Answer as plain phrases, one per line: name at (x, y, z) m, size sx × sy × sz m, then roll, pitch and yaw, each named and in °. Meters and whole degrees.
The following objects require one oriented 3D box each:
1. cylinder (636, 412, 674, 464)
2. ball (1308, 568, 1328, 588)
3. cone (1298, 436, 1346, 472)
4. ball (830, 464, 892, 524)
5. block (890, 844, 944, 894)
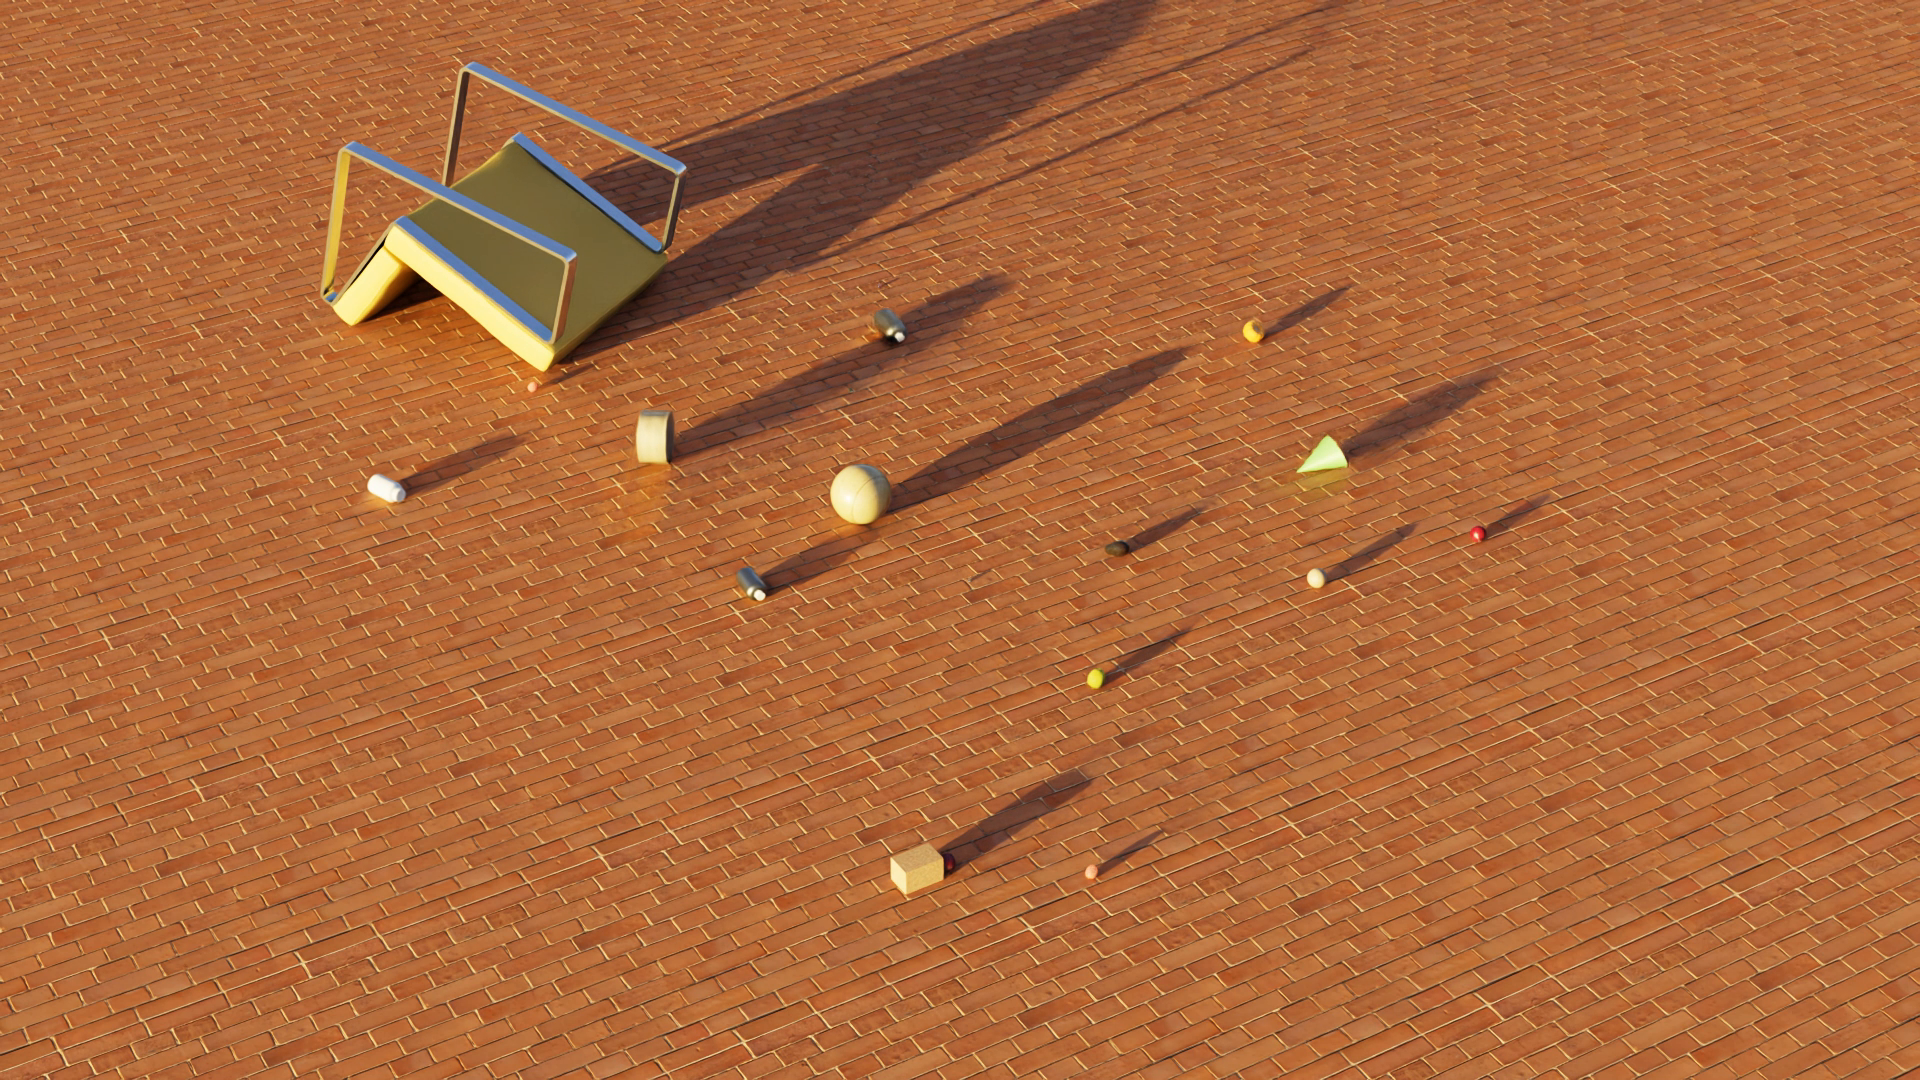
cylinder at (-1.179, -0.397, 11.361) m, size 0.109 × 0.201 × 0.210 m, roll 3°, pitch -3°, yaw 4°
ball at (1.301, 0.138, 10.668) m, size 0.074 × 0.074 × 0.074 m, roll 0°, pitch 33°, yaw 0°
cone at (1.379, -0.304, 11.347) m, size 0.174 × 0.131 × 0.197 m, roll -28°, pitch 21°, yaw -3°
ball at (-0.371, -0.173, 10.998) m, size 0.230 × 0.230 × 0.230 m, roll 0°, pitch 33°, yaw 0°
block at (-0.135, 1.040, 9.285) m, size 0.139 × 0.088 × 0.091 m, roll -19°, pitch 38°, yaw -26°
